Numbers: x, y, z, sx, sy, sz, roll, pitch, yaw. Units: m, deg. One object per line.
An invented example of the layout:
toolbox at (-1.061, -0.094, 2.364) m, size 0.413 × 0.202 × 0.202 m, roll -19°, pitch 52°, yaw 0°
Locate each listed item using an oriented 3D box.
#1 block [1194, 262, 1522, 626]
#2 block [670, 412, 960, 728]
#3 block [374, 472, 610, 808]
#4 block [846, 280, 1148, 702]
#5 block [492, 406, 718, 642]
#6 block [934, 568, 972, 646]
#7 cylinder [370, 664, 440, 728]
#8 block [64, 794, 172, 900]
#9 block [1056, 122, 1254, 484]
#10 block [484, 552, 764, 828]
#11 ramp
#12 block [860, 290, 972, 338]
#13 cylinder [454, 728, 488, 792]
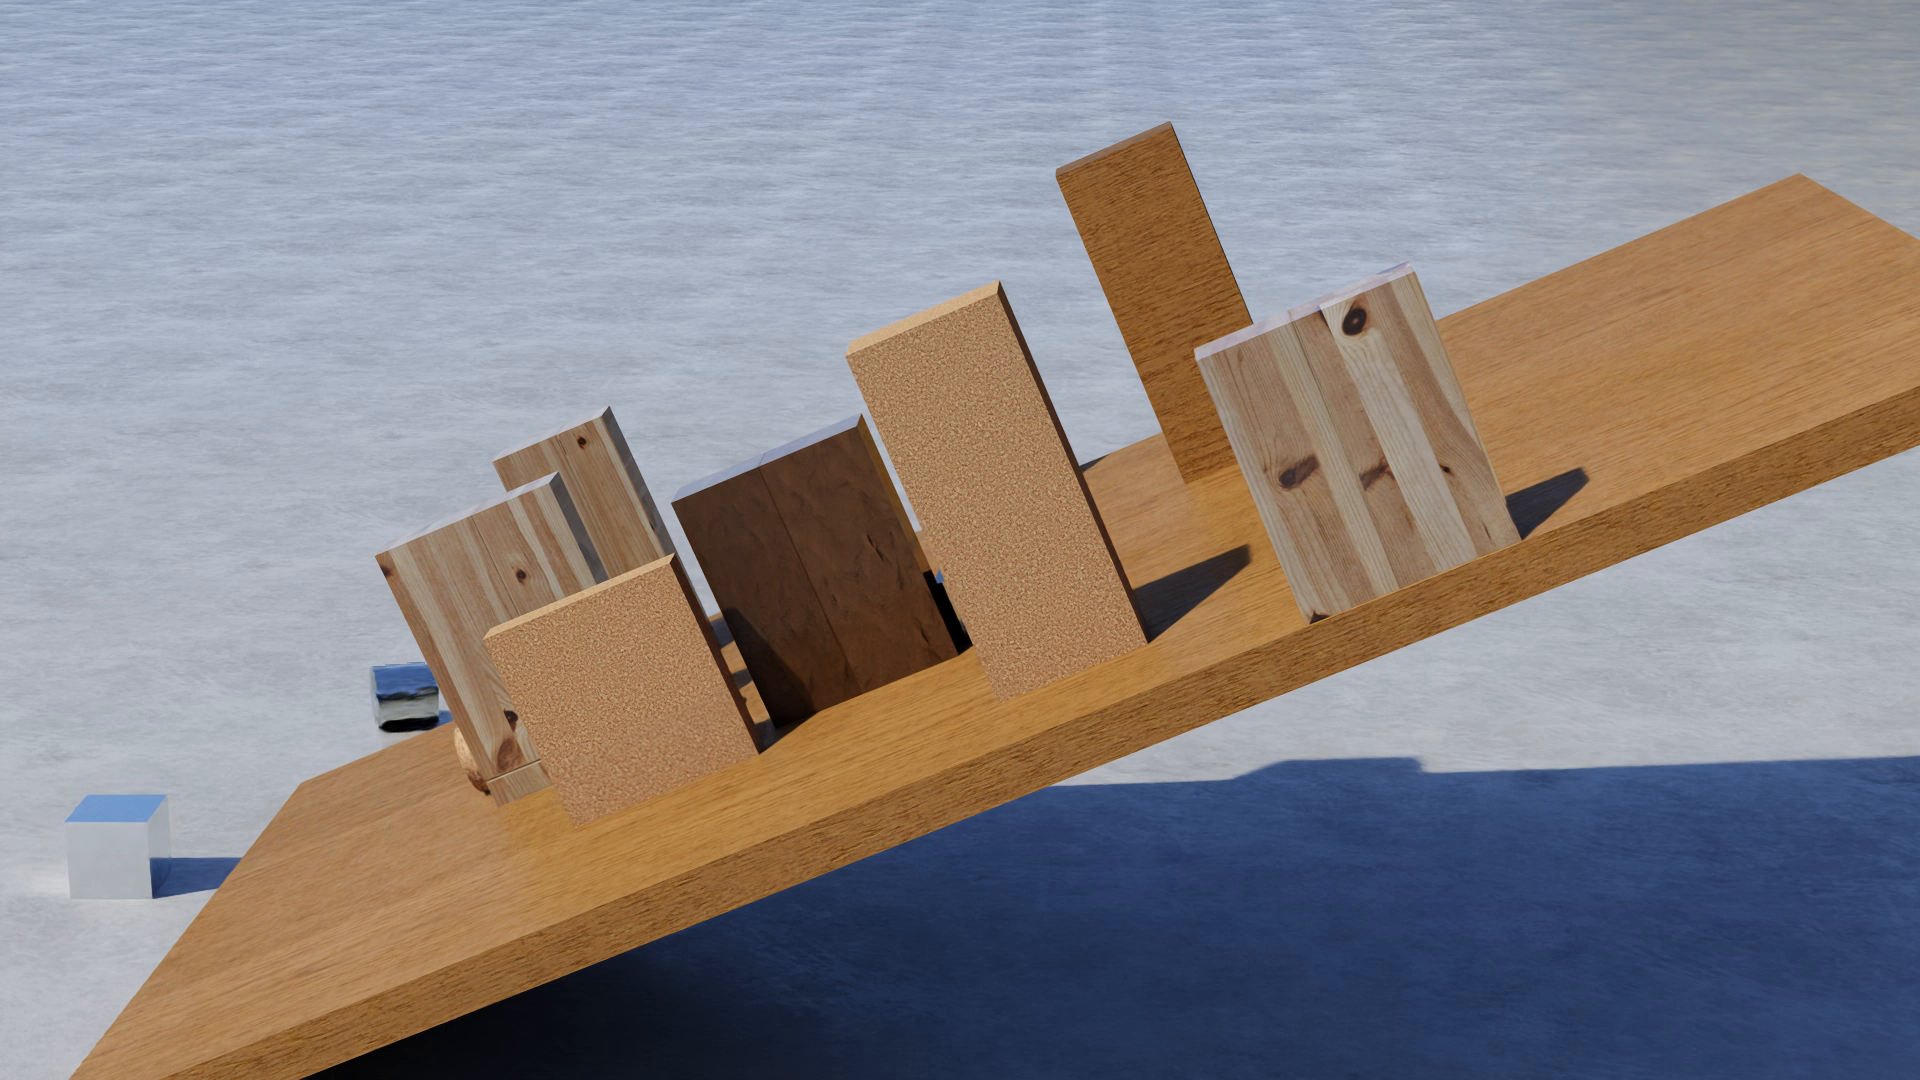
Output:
block at (0.702, -0.169, 5.205) m, size 0.406 × 0.520 × 0.113 m, roll -22°, pitch 13°, yaw 8°
block at (-0.292, 0.065, 6.056) m, size 0.413 × 0.522 × 0.131 m, roll -22°, pitch 13°, yaw 8°
block at (-0.939, 0.218, 6.387) m, size 0.415 × 0.616 × 0.115 m, roll -22°, pitch 13°, yaw 8°
block at (0.074, -0.090, 5.550) m, size 0.305 × 0.726 × 0.147 m, roll -22°, pitch 13°, yaw 8°
block at (-0.835, 0.030, 6.958) m, size 0.282 × 0.625 × 0.119 m, roll -22°, pitch 13°, yaw 8°
block at (0.044, 0.112, 6.121) m, size 0.143 × 0.143 × 0.143 m, roll -21°, pitch 13°, yaw 11°
cylinder at (-1.558, 0.437, 8.253) m, size 0.167 × 0.167 × 0.167 m, roll -5°, pitch 15°, yaw -17°
block at (-2.016, 0.735, 7.054) m, size 0.194 × 0.194 × 0.194 m, roll 0°, pitch 15°, yaw 0°
block at (0.485, -0.527, 6.556) m, size 0.275 × 0.750 × 0.133 m, roll -22°, pitch 13°, yaw 8°
block at (-0.680, 0.307, 5.963) m, size 0.415 × 0.435 × 0.080 m, roll -22°, pitch 13°, yaw 8°
ramp at (0.129, 0.171, 6.286) m, size 4.000 × 0.100 × 2.000 m, roll -22°, pitch 13°, yaw 8°
block at (-0.007, -0.303, 7.086) m, size 0.306 × 0.511 × 0.124 m, roll -22°, pitch 13°, yaw 8°
cylinder at (-1.026, 0.463, 6.597) m, size 0.157 × 0.157 × 0.157 m, roll -22°, pitch 13°, yaw 7°
